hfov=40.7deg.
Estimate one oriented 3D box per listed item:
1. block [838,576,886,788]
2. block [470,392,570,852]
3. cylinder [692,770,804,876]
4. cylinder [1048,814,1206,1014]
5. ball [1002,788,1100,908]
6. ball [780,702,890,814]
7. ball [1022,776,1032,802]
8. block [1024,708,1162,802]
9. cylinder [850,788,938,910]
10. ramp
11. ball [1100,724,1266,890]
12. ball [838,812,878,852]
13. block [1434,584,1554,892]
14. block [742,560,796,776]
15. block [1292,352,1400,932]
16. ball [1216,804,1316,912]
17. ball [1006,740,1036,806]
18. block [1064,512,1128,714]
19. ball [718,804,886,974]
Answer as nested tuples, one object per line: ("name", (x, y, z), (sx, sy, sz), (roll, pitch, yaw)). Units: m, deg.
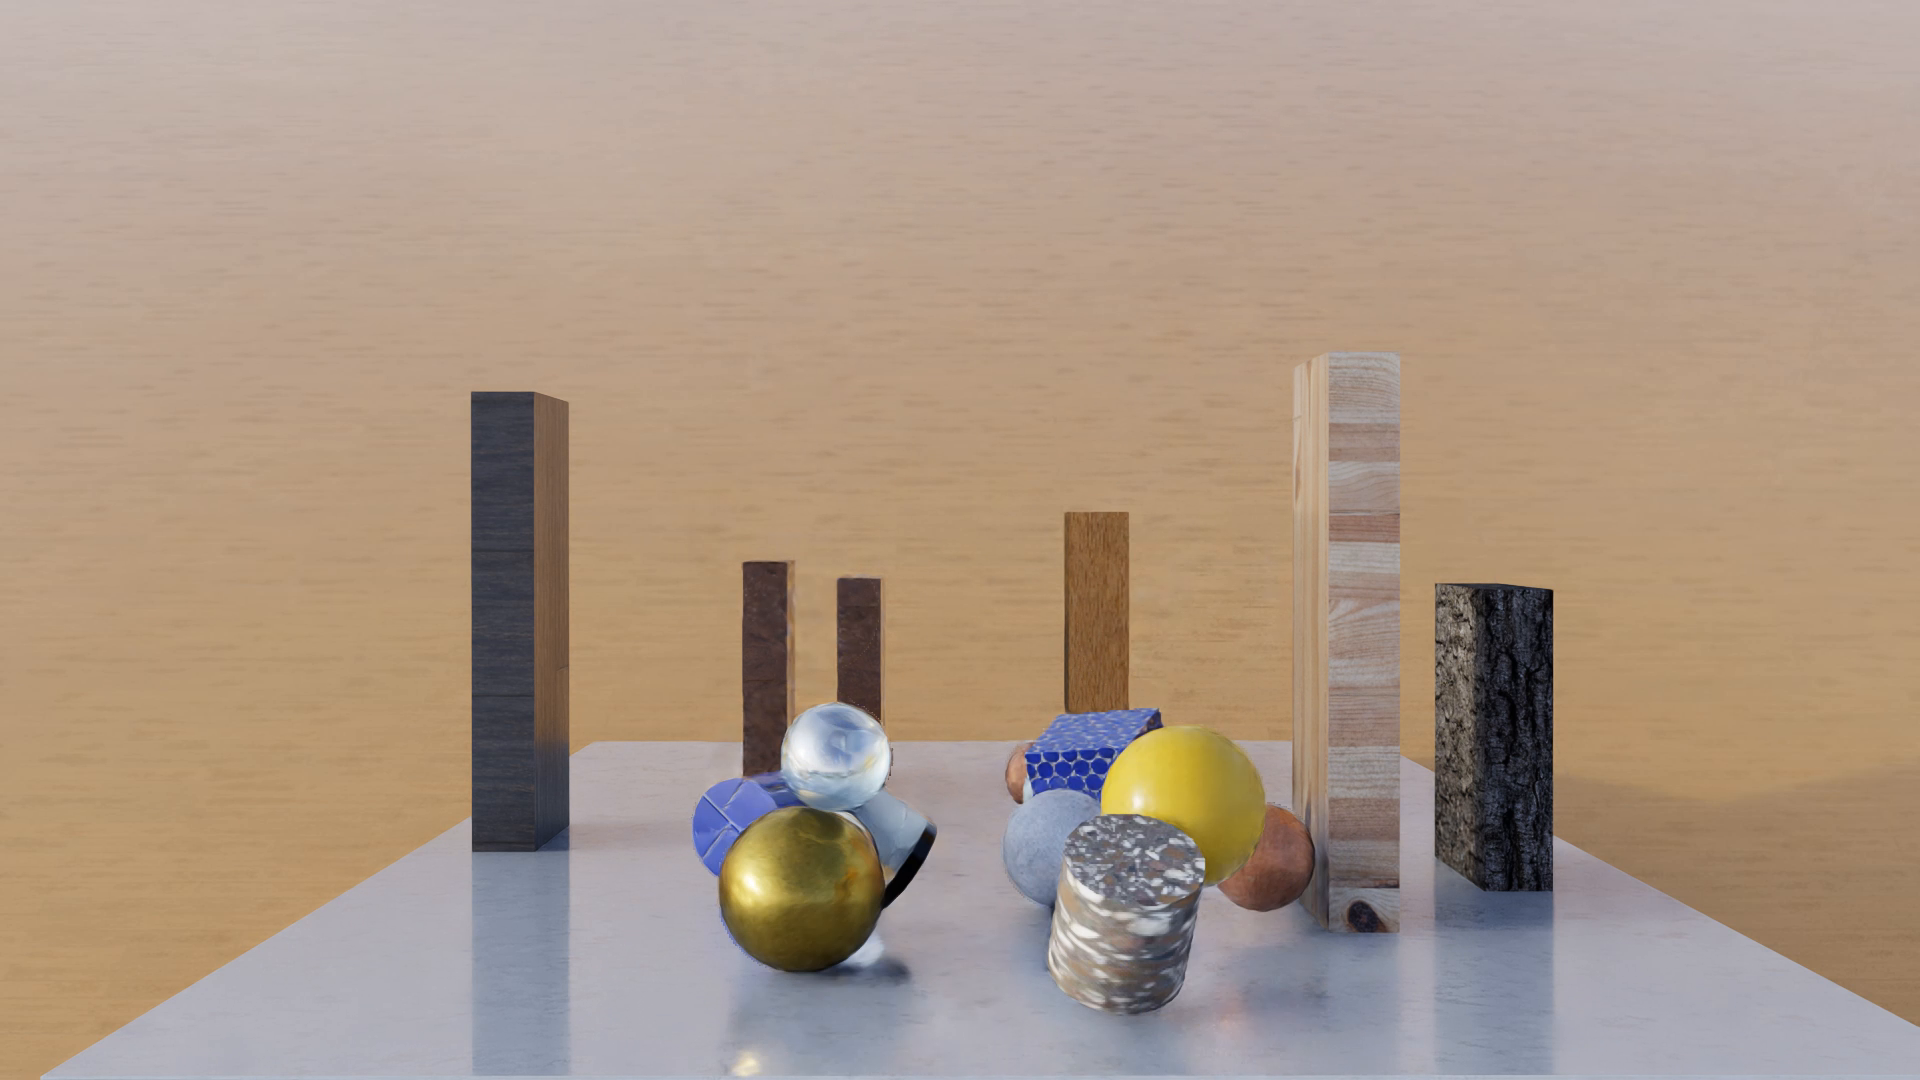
("block", (-0.205, 0.301, 5.431), (0.088, 0.447, 0.344), (0, 0, 0))
("block", (-0.779, 0.138, 4.601), (0.107, 0.785, 0.396), (0, 0, 0))
("cylinder", (-0.312, 0.452, 4.096), (0.163, 0.163, 0.163), (14, 6, 24))
("cylinder", (0.189, 0.427, 2.963), (0.162, 0.162, 0.162), (5, 33, -3))
("ball", (0.149, 0.449, 3.770), (0.173, 0.173, 0.173), (0, 29, 0))
("ball", (-0.155, 0.270, 3.208), (0.137, 0.137, 0.137), (0, 29, 0))
("ball", (0.189, 0.452, 4.588), (0.155, 0.155, 0.155), (0, 29, 0))
("block", (0.234, 0.396, 4.245), (0.178, 0.178, 0.178), (-6, 15, 23))
("cylinder", (-0.134, 0.419, 3.635), (0.147, 0.147, 0.147), (36, 29, -10))
("ramp", (0.065, 0.580, 4.626), (2.000, 0.100, 4.000), (0, 0, 0))
("ball", (0.267, 0.321, 3.094), (0.199, 0.199, 0.199), (0, 29, 0))
("ball", (-0.188, 0.436, 3.478), (0.159, 0.159, 0.159), (0, 29, 0))
("block", (0.850, 0.303, 4.135), (0.104, 0.459, 0.409), (0, 0, 0))
("block", (-0.415, 0.284, 5.624), (0.094, 0.477, 0.293), (0, 0, 0))
("block", (0.552, 0.139, 3.724), (0.097, 0.795, 0.383), (0, 0, 0))
("ball", (0.416, 0.437, 3.562), (0.148, 0.148, 0.148), (0, 29, 0))
("ball", (0.157, 0.458, 5.017), (0.138, 0.138, 0.138), (0, 29, 0))
("block", (0.287, 0.233, 5.470), (0.122, 0.582, 0.251), (0, 0, 0))
("ball", (-0.198, 0.436, 3.232), (0.208, 0.208, 0.208), (0, 29, 0))
